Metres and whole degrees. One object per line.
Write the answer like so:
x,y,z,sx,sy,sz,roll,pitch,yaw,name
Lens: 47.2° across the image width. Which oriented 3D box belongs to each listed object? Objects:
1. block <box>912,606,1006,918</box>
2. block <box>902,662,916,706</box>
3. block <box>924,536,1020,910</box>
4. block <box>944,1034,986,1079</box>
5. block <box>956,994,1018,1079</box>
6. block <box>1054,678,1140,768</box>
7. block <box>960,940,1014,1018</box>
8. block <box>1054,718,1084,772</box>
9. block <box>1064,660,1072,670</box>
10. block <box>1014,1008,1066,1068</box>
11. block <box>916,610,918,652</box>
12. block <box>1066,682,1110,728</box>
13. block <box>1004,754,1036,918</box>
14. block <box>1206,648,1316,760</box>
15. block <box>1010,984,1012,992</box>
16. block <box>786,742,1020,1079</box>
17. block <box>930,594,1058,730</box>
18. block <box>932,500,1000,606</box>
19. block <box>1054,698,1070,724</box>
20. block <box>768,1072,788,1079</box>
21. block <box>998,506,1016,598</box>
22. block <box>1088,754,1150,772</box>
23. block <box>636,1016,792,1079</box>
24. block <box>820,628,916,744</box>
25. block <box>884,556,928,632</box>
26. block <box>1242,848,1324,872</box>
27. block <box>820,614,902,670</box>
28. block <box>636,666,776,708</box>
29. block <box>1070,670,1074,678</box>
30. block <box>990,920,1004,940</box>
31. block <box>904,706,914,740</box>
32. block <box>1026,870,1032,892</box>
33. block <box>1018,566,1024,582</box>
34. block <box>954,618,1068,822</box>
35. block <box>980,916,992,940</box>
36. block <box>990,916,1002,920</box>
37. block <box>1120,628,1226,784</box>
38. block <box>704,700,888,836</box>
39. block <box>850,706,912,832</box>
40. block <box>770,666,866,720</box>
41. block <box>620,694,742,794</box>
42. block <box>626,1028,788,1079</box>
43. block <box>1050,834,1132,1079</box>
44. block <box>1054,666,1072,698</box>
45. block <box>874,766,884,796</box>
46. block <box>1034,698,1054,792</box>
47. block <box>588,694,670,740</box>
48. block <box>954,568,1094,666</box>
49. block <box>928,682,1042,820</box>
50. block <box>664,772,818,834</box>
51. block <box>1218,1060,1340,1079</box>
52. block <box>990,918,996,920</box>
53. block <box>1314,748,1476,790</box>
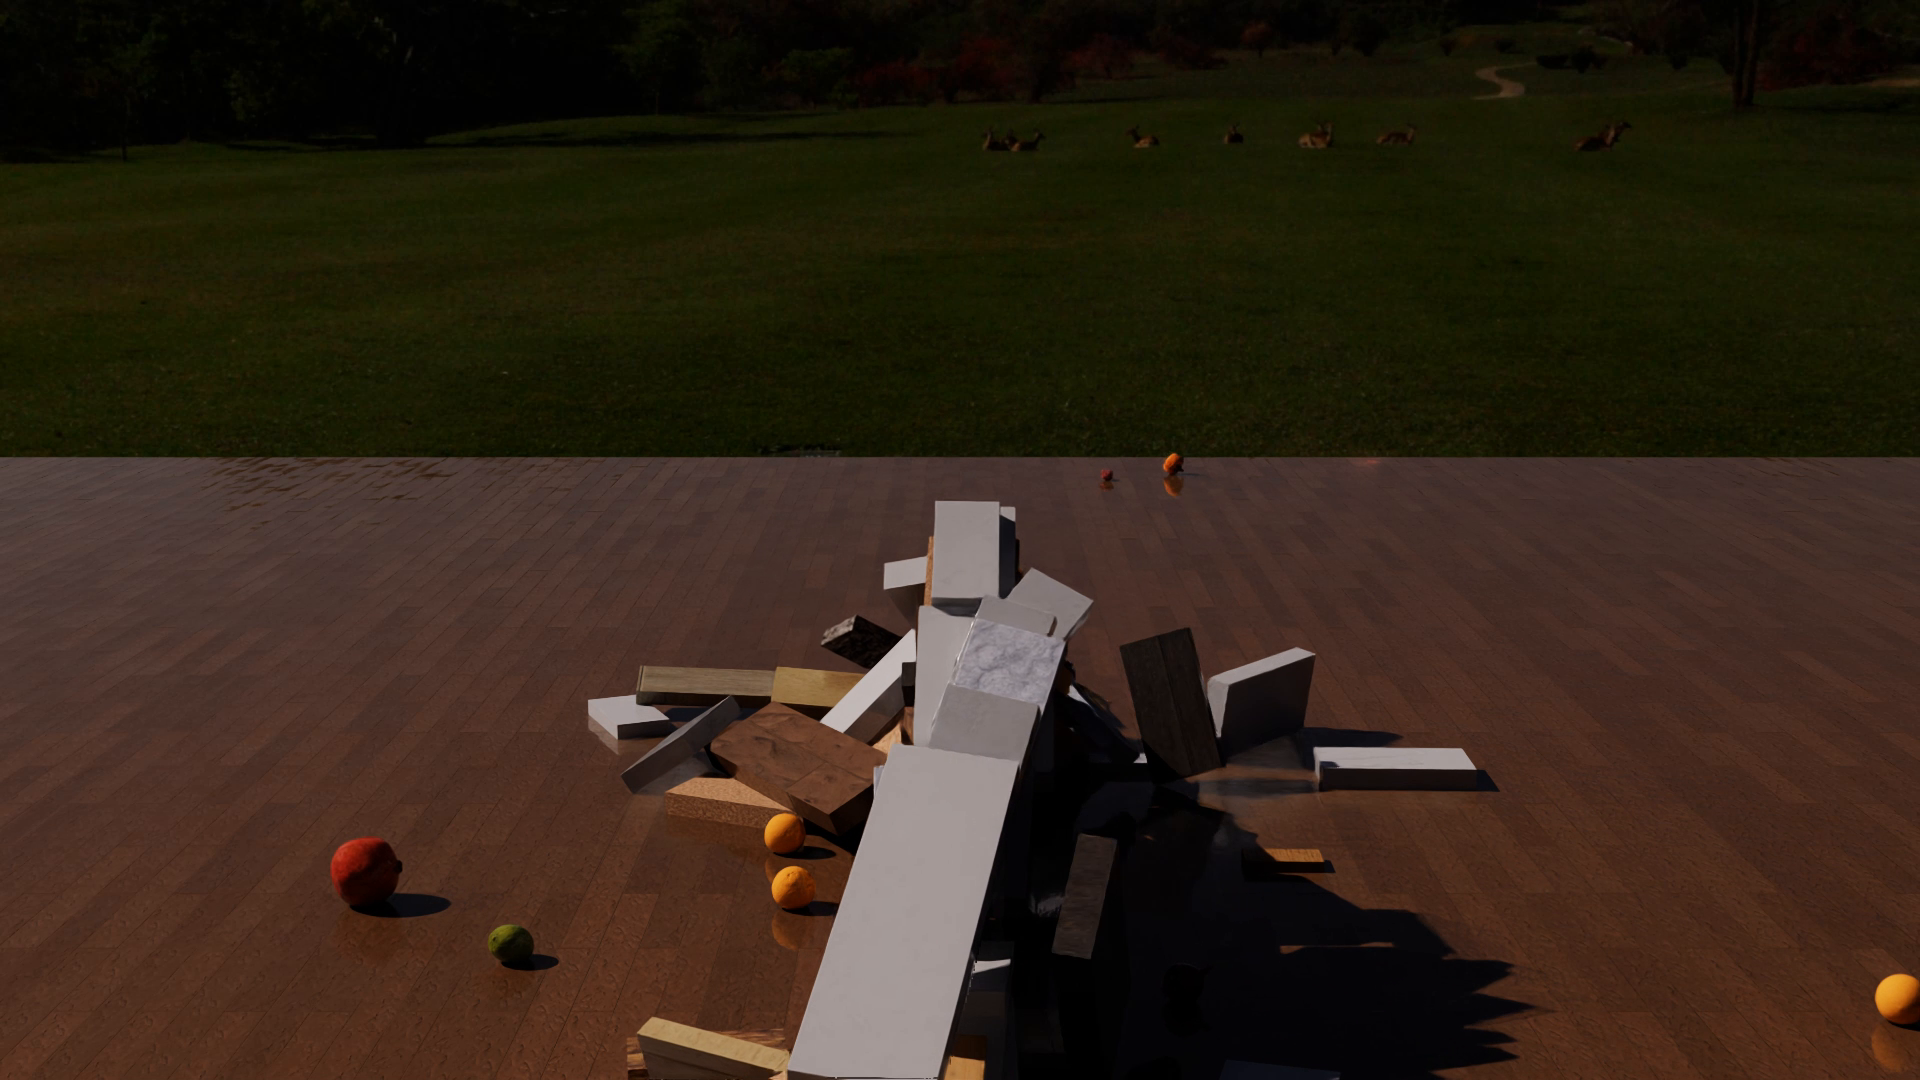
-0.001,0.298,3.074,0.131,0.037,0.512,1,47,1,block
-0.010,0.314,3.957,0.164,0.046,0.328,-2,-31,3,block
0.007,0.247,3.173,0.139,0.039,0.646,2,47,2,block
-0.007,0.653,2.621,0.071,0.020,0.141,3,40,2,block
0.013,0.653,2.662,0.114,0.032,0.229,0,40,-2,block
0.228,0.315,4.243,0.277,0.039,0.139,48,4,29,block
0.005,0.547,2.752,0.114,0.032,0.229,0,5,4,block
0.191,0.401,4.303,0.022,0.079,0.158,38,-2,24,block
0.138,0.227,4.125,0.134,0.019,0.067,4,-15,43,block
0.105,0.692,3.059,0.076,0.022,0.153,0,11,-3,block
0.012,0.215,3.608,0.164,0.047,0.328,0,-31,0,block
0.107,0.281,4.512,0.421,0.044,0.155,31,-29,-34,block
0.024,0.299,3.185,0.171,0.049,0.540,3,47,3,block
0.615,0.339,4.544,0.048,0.169,0.338,19,20,36,block
0.003,0.602,2.879,0.117,0.033,0.235,0,5,5,block
-0.058,0.452,2.627,0.166,0.047,0.520,8,40,9,block
0.048,0.189,3.084,0.107,0.214,0.030,17,-23,14,block
0.010,0.022,3.297,0.098,0.028,0.196,1,47,1,block
0.157,0.379,4.321,0.022,0.158,0.079,24,-8,46,block
-0.169,0.673,2.598,0.243,0.122,0.034,-28,32,20,block
0.034,0.030,3.328,0.098,0.028,0.196,1,47,1,block
0.325,0.445,4.395,0.134,0.019,0.067,0,11,2,block
-0.229,0.696,2.755,0.391,0.121,0.034,6,31,31,block
-0.168,0.313,4.245,0.338,0.048,0.169,-45,15,-2,block
0.014,0.128,3.646,0.171,0.049,0.343,-10,-32,16,block
0.558,0.555,3.807,0.134,0.019,0.067,0,11,1,block
-0.085,0.274,4.589,0.408,0.036,0.128,28,-31,-24,block
-0.413,0.328,4.819,0.580,0.032,0.113,3,25,-5,block
0.155,0.311,4.913,0.194,0.028,0.097,-10,15,-43,block
0.004,0.562,2.961,0.114,0.032,0.267,0,5,-1,block
-0.010,0.306,3.420,0.120,0.034,0.239,-2,12,-10,block
0.050,0.468,3.160,0.081,0.023,0.162,2,9,-8,block
0.077,0.042,3.524,0.028,0.098,0.196,-30,-2,2,block
0.047,0.246,3.018,0.130,0.261,0.037,14,-23,12,block
0.000,0.529,3.022,0.081,0.023,0.231,0,5,-1,block
-0.002,0.580,3.403,0.131,0.037,0.262,0,-5,0,block
0.412,0.323,4.272,0.139,0.277,0.039,-16,-13,15,block
-0.287,0.416,4.067,0.169,0.048,0.504,-33,25,-23,block
-0.161,0.395,4.207,0.147,0.042,0.484,-37,16,9,block
-0.276,0.336,4.751,0.256,0.036,0.128,5,33,-1,block
-0.547,0.401,4.347,0.155,0.044,0.310,-33,2,15,block
-0.342,0.703,2.979,0.214,0.030,0.107,-2,11,-9,block
0.163,0.524,2.686,0.047,0.332,0.166,6,50,13,block
0.085,0.215,3.965,0.164,0.047,0.329,11,-12,18,block
-0.048,0.410,2.839,0.121,0.243,0.034,-3,-26,4,block
0.054,0.225,3.319,0.171,0.049,0.343,1,47,1,block
-0.712,0.379,4.718,0.113,0.032,0.227,-5,12,-24,block
0.094,0.138,3.180,0.107,0.030,0.214,28,50,16,block
0.010,0.330,2.940,0.130,0.261,0.037,12,-24,12,block
-0.385,0.489,4.099,0.294,0.042,0.147,5,12,25,block
0.422,0.721,2.907,0.153,0.022,0.076,3,11,15,block
-0.001,0.578,3.138,0.101,0.029,0.202,0,5,2,block
0.851,0.448,4.318,0.294,0.042,0.147,0,11,2,block
